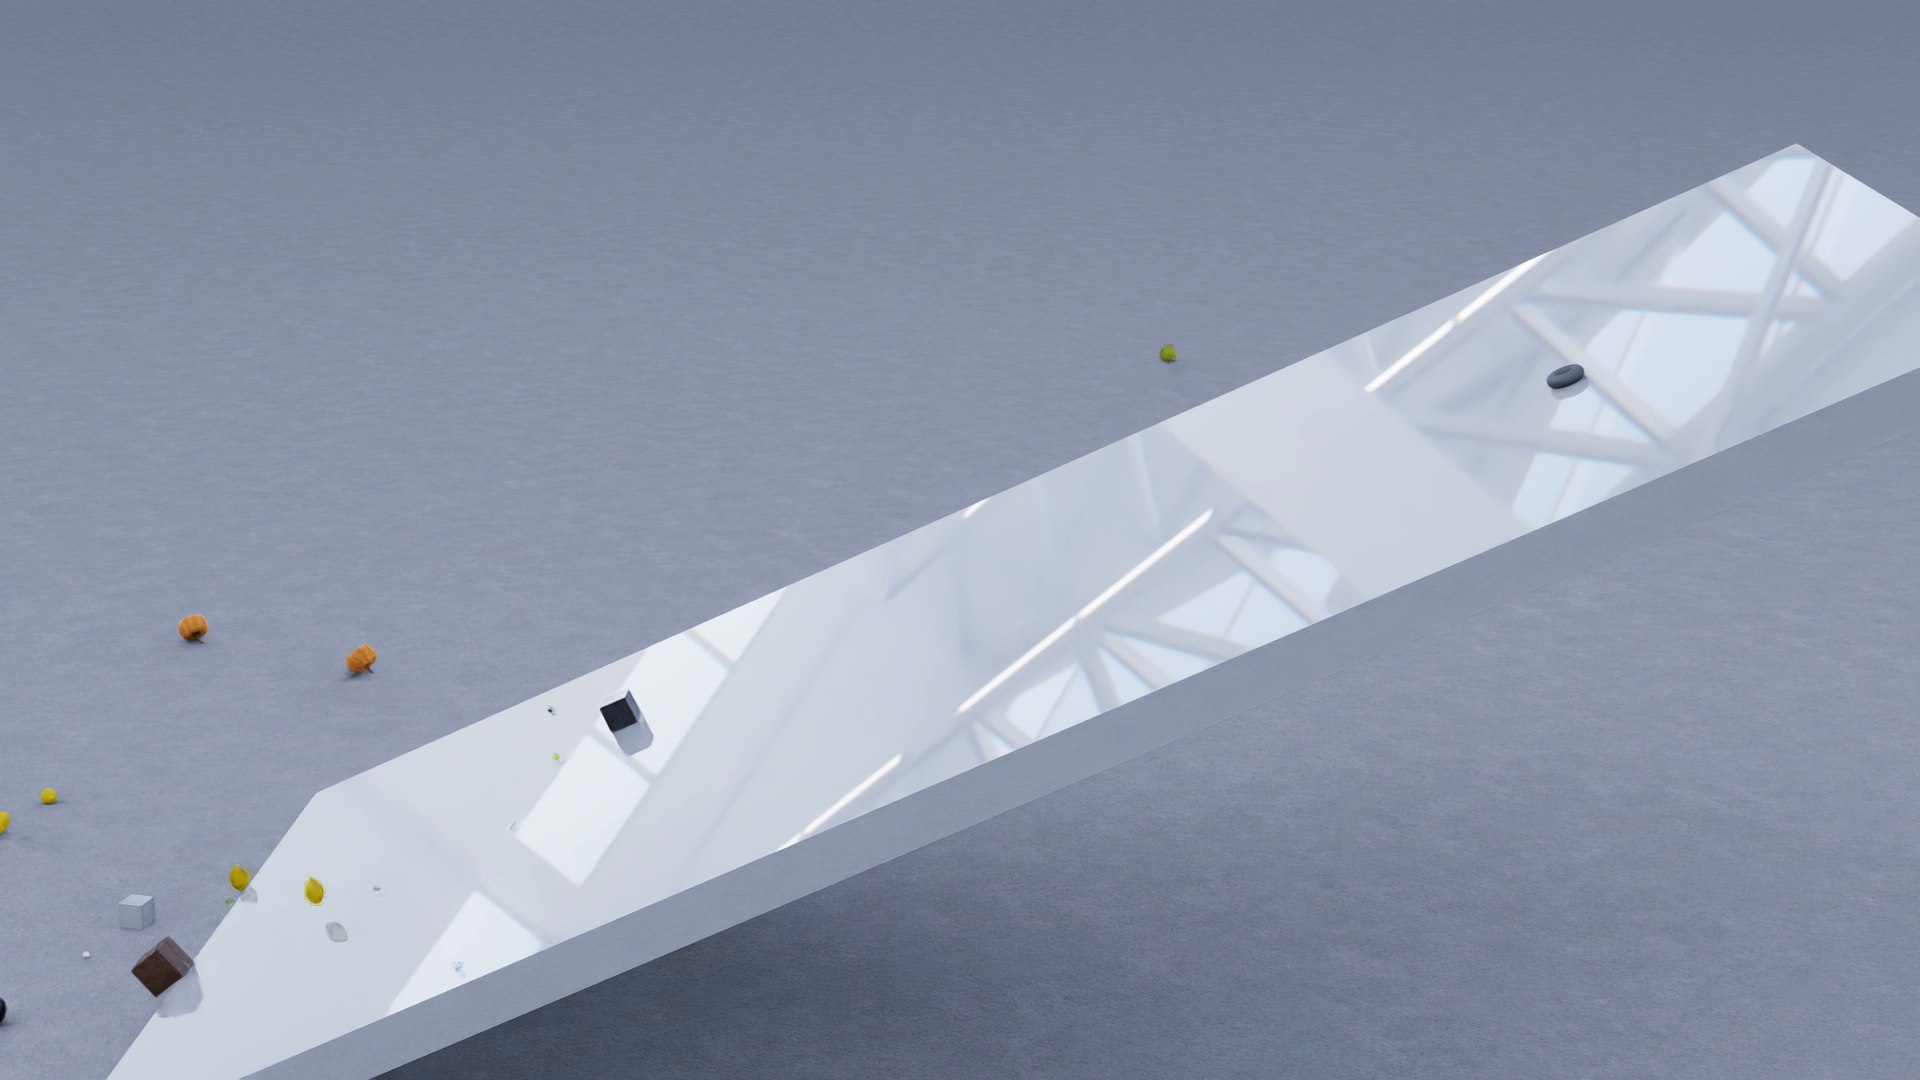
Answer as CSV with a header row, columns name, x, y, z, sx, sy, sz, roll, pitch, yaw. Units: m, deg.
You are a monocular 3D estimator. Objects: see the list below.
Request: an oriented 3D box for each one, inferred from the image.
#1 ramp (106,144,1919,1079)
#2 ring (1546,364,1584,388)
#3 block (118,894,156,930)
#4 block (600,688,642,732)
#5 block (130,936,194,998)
name,x,y,z,sx,sy,sz,roll,pitch,yaw
ramp,0.135,0.169,6.283,4.000,0.100,2.000,-24,13,9
ring,1.218,-0.330,5.918,0.078,0.026,0.078,-23,14,6
block,-1.943,0.878,6.945,0.059,0.059,0.059,4,16,15
block,-0.780,0.392,6.760,0.066,0.066,0.066,-24,13,9
block,-1.752,0.936,6.461,0.081,0.081,0.081,-38,11,12
